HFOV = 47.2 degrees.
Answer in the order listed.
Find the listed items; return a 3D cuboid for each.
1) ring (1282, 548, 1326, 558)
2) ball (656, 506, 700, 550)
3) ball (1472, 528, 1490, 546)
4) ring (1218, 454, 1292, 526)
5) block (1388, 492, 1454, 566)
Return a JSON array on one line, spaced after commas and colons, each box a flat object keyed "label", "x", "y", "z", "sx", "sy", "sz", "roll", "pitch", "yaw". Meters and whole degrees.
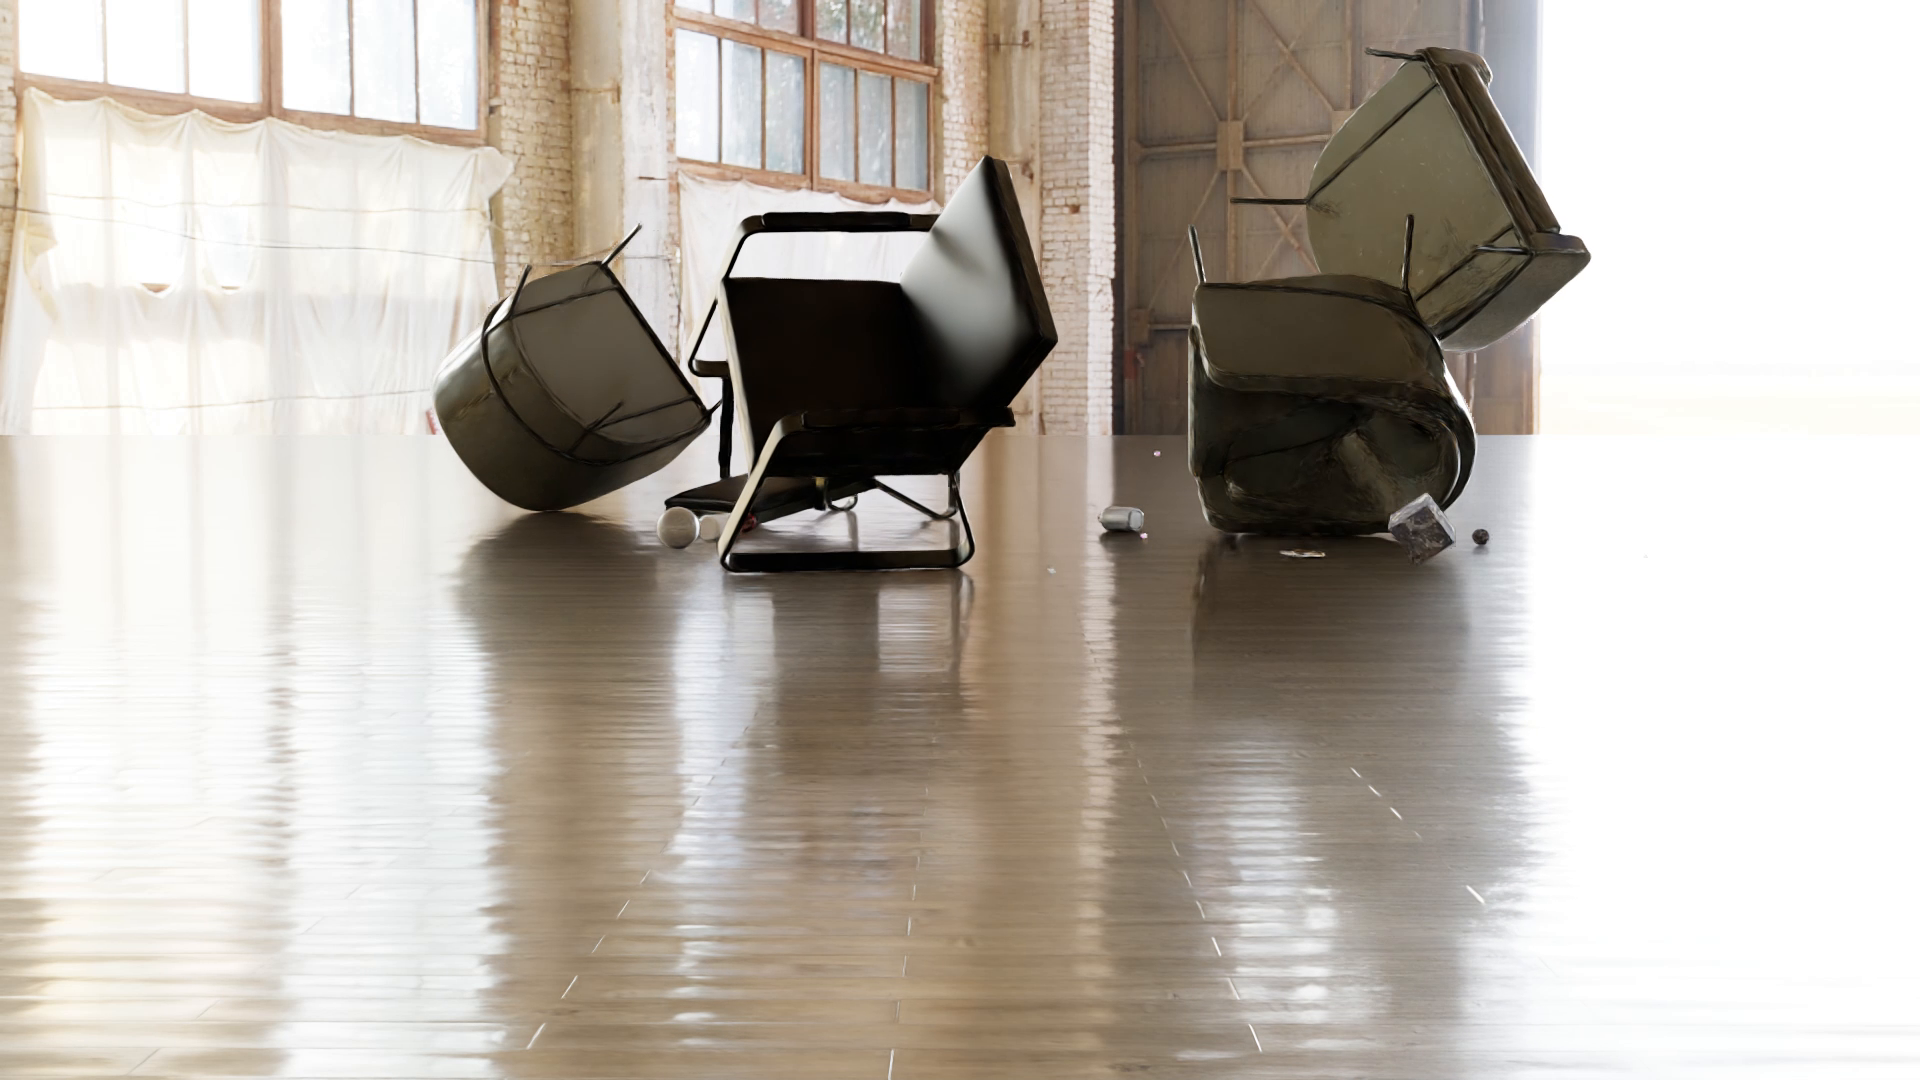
[{"label": "ring", "x": 0.917, "y": 0.036, "z": 5.883, "sx": 0.075, "sy": 0.018, "sz": 0.148, "roll": -4, "pitch": 6, "yaw": -36}, {"label": "ball", "x": -0.790, "y": -0.033, "z": 6.162, "sx": 0.119, "sy": 0.119, "sz": 0.119, "roll": 0, "pitch": 4, "yaw": 0}, {"label": "ball", "x": 1.495, "y": -0.009, "z": 6.311, "sx": 0.051, "sy": 0.051, "sz": 0.051, "roll": 0, "pitch": 4, "yaw": 0}, {"label": "ring", "x": 0.970, "y": -0.164, "z": 7.208, "sx": 0.082, "sy": 0.196, "sz": 0.345, "roll": 34, "pitch": 59, "yaw": 30}, {"label": "block", "x": 1.168, "y": -0.027, "z": 5.563, "sx": 0.114, "sy": 0.120, "sz": 0.112, "roll": -35, "pitch": 8, "yaw": 20}]
